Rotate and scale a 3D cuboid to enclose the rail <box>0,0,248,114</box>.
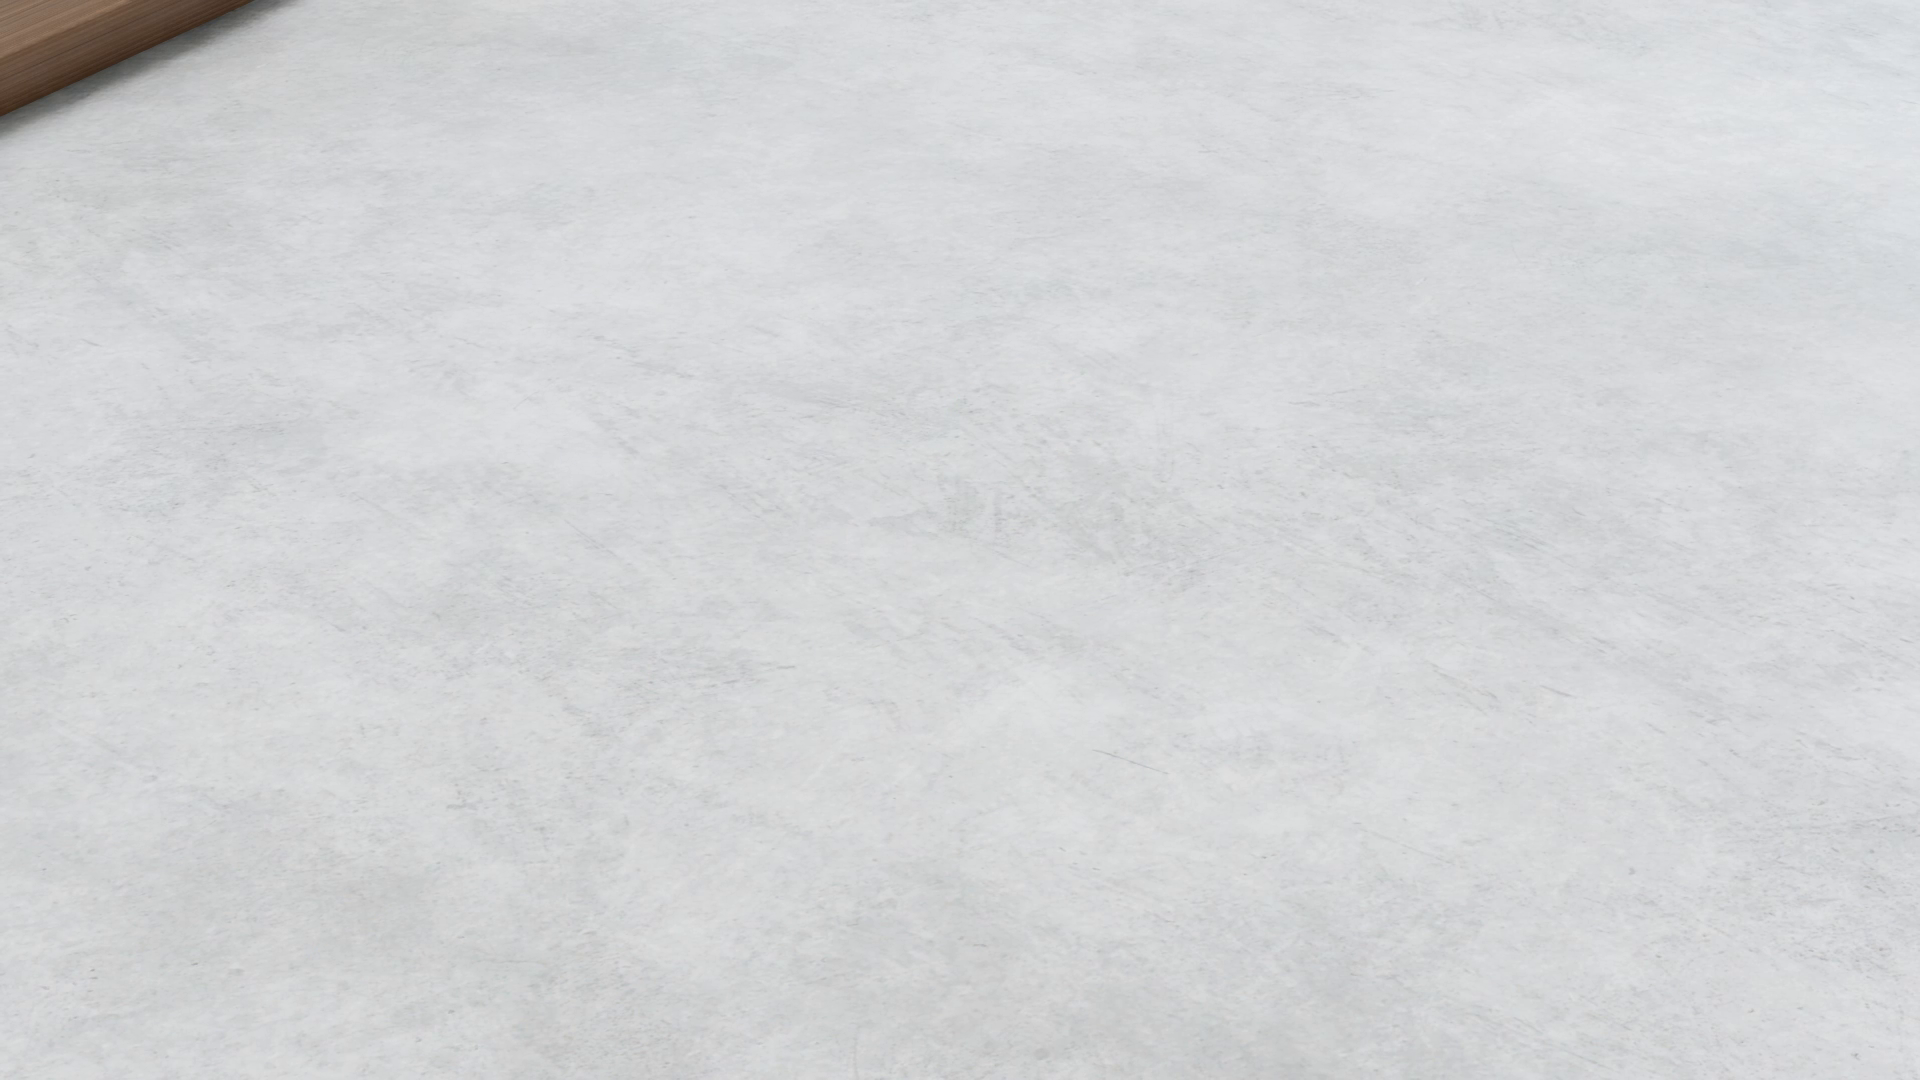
[{"bbox_3d":[-0.446,-0.675,2.818,0.045,0.122,4.060,13,31,23],"label":"rail"}]
